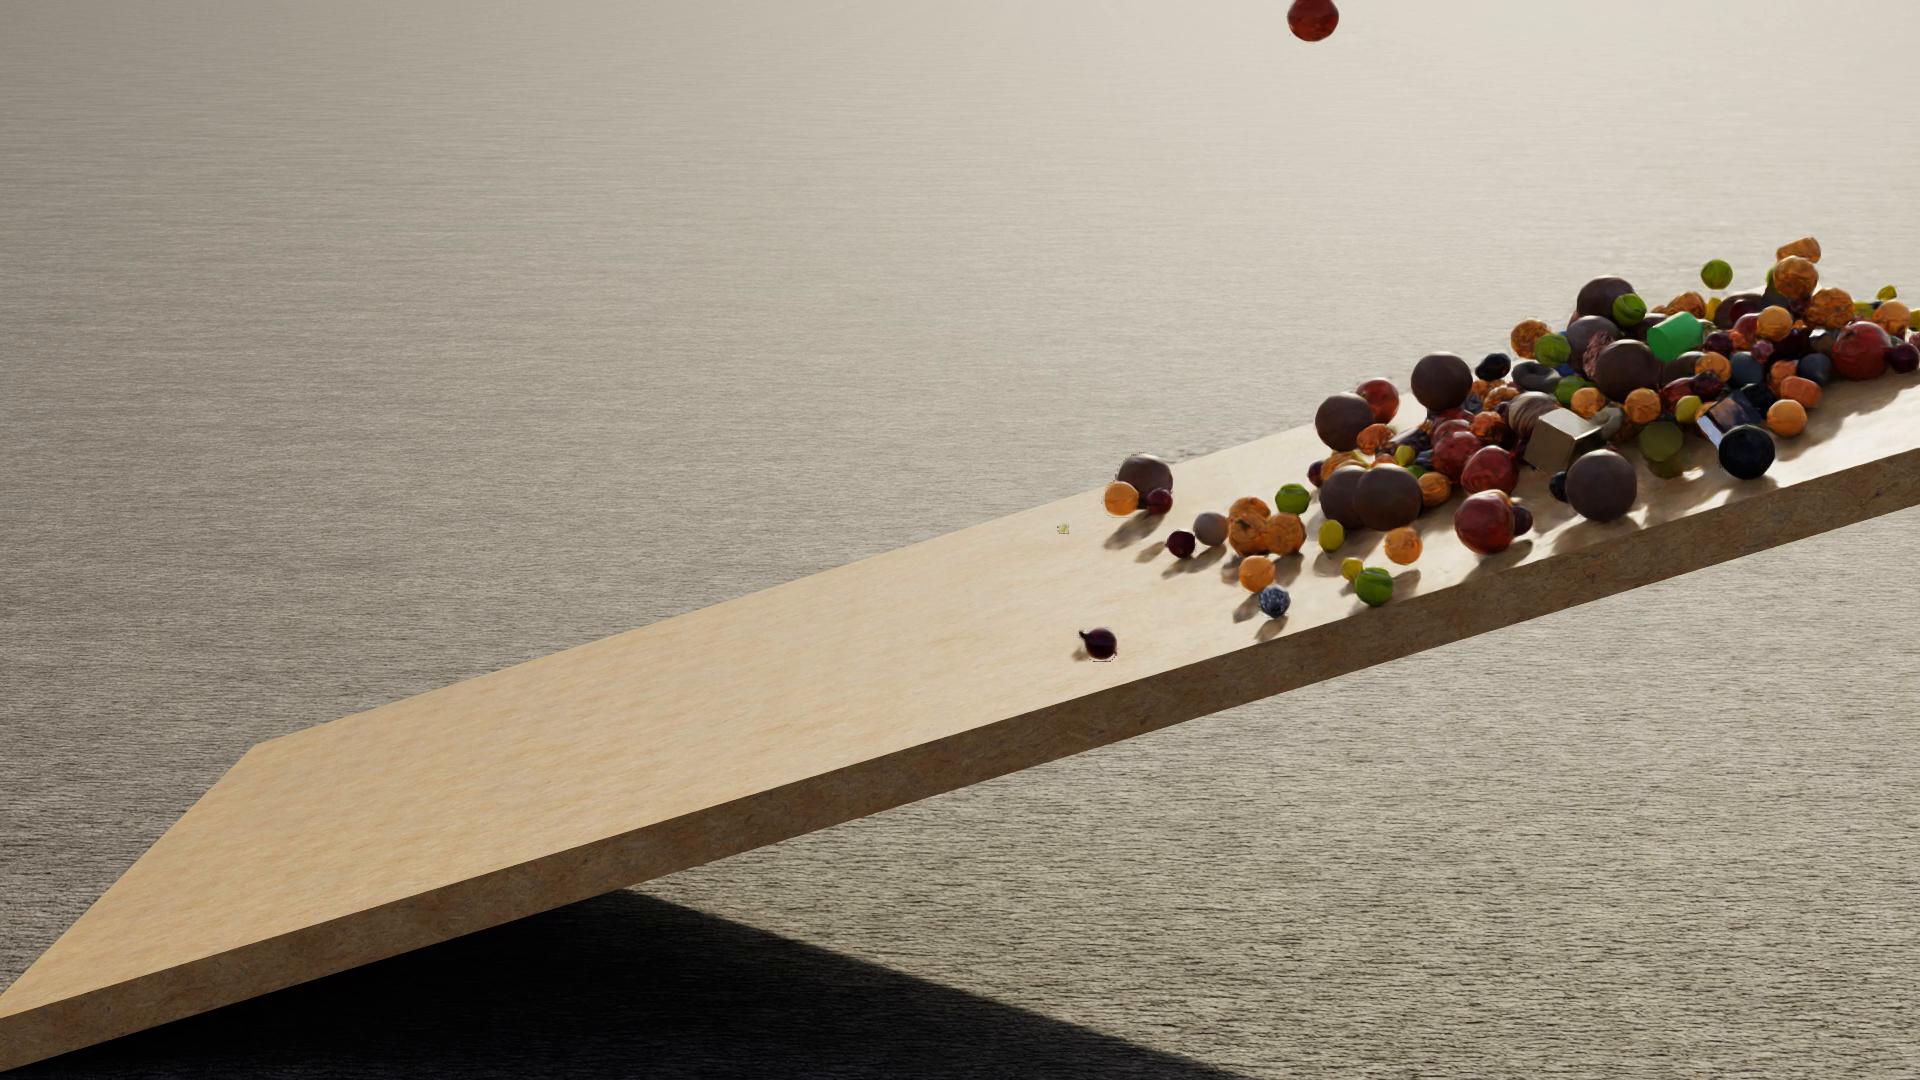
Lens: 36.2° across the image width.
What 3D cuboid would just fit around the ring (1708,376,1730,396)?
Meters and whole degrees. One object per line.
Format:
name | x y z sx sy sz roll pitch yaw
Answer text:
ring | 1.591 -0.319 6.058 0.102 0.034 0.102 -17 11 4

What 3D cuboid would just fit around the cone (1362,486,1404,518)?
cone | 0.880 -0.079 5.982 0.085 0.085 0.085 -14 17 -26

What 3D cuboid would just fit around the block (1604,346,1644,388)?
block | 1.437 -0.375 6.387 0.065 0.065 0.065 0 -29 -12

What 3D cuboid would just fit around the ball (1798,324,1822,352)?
ball | 1.789 -0.422 6.178 0.063 0.063 0.063 0 11 0

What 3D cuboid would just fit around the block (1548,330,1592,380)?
block | 1.364 -0.409 6.517 0.077 0.077 0.077 -1 -36 45

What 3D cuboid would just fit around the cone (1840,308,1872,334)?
cone | 1.897 -0.450 6.188 0.064 0.064 0.064 -5 20 -24

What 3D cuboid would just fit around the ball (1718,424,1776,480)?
ball | 1.422 -0.159 5.316 0.099 0.099 0.099 0 11 0

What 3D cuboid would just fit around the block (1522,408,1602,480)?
block | 1.178 -0.188 5.754 0.094 0.094 0.094 33 35 30

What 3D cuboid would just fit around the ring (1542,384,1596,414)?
ring | 1.298 -0.298 6.296 0.124 0.041 0.124 -2 -19 -1

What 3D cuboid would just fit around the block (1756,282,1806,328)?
block | 1.722 -0.493 6.170 0.074 0.074 0.074 22 17 19

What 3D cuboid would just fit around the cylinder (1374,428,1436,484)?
cylinder | 0.946 -0.179 6.243 0.093 0.093 0.093 10 27 41

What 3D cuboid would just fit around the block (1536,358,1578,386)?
block | 1.340 -0.368 6.616 0.074 0.074 0.074 -10 13 28

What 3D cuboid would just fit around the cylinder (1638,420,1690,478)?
cylinder | 1.315 -0.168 5.488 0.082 0.082 0.082 6 -20 26

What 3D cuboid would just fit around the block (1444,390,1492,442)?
block | 1.110 -0.270 6.434 0.069 0.069 0.069 -22 46 -20

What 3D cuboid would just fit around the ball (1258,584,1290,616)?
ball | 0.580 0.112 5.424 0.059 0.059 0.059 0 11 0

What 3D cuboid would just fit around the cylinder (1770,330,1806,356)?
cylinder | 1.727 -0.402 6.130 0.055 0.055 0.055 12 -19 46

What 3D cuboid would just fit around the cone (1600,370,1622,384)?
cone | 1.367 -0.343 6.213 0.051 0.051 0.051 0 -32 1

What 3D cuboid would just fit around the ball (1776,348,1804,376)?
ball | 1.706 -0.365 6.039 0.055 0.055 0.055 0 11 0

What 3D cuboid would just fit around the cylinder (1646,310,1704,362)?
cylinder | 1.412 -0.402 5.808 0.077 0.077 0.077 -28 20 -17

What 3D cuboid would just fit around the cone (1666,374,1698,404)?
cone | 1.513 -0.304 6.121 0.063 0.063 0.063 19 5 -18

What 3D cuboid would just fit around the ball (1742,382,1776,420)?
ball | 1.551 -0.268 5.731 0.077 0.077 0.077 0 11 0

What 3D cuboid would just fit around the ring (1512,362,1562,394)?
ring | 1.210 -0.341 6.170 0.106 0.035 0.106 8 27 -4

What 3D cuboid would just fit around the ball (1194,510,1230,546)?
ball | 0.529 -0.025 6.181 0.077 0.077 0.077 0 11 0

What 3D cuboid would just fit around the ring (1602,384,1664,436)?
ring | 1.373 -0.264 6.011 0.140 0.047 0.140 -26 28 15

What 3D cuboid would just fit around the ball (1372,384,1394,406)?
ball | 1.028 -0.353 7.134 0.053 0.053 0.053 0 11 0

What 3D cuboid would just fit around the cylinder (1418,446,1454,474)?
cylinder | 0.999 -0.164 6.183 0.055 0.055 0.055 -10 3 37

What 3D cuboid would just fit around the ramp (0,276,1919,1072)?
ramp | 0.098 0.184 6.313 4.000 0.100 2.000 -17 10 5

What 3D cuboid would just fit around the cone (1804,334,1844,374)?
cone | 1.747 -0.358 5.902 0.080 0.080 0.080 47 34 23

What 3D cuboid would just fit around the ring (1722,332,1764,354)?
ring | 1.716 -0.432 6.444 0.094 0.031 0.094 -19 10 4

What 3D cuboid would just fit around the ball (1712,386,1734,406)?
ball | 1.533 -0.281 5.896 0.052 0.052 0.052 0 11 0

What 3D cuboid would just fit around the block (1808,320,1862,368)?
block | 1.786 -0.395 6.002 0.076 0.076 0.076 -12 12 30

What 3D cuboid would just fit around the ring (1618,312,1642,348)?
ring | 1.496 -0.467 6.573 0.028 0.084 0.084 2 10 42

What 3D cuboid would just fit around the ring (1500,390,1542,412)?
ring | 1.256 -0.311 6.577 0.103 0.034 0.103 -16 11 3

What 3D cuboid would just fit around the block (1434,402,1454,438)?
block | 1.107 -0.274 6.523 0.071 0.071 0.071 -22 8 -20

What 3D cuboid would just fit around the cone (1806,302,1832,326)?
cone | 1.890 -0.481 6.423 0.057 0.057 0.057 -5 32 -23

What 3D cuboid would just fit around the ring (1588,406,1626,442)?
ring | 1.267 -0.227 5.782 0.090 0.030 0.090 -34 22 15

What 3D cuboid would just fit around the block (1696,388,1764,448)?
block | 1.457 -0.227 5.569 0.075 0.075 0.075 -34 -10 -12

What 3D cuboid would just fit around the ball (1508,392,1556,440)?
ball | 1.149 -0.247 5.898 0.097 0.097 0.097 0 11 0

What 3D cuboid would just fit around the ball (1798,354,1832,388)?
ball | 1.706 -0.339 5.867 0.068 0.068 0.068 0 11 0

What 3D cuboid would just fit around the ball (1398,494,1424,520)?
ball | 0.897 -0.067 5.850 0.052 0.052 0.052 0 11 0

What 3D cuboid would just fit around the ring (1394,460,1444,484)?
ring | 0.953 -0.143 6.110 0.104 0.035 0.104 -1 -13 0

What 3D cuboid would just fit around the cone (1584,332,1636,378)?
cone | 1.346 -0.369 6.023 0.099 0.099 0.099 11 6 -23

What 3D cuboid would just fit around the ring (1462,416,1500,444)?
ring | 1.120 -0.236 6.325 0.088 0.029 0.088 12 30 -7

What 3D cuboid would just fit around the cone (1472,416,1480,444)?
cone | 1.128 -0.244 6.380 0.056 0.056 0.056 -17 10 3

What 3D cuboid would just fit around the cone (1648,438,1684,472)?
cone | 1.345 -0.161 5.598 0.065 0.065 0.065 3 2 17

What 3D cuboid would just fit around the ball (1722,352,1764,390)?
ball | 1.565 -0.337 5.883 0.080 0.080 0.080 0 11 0
